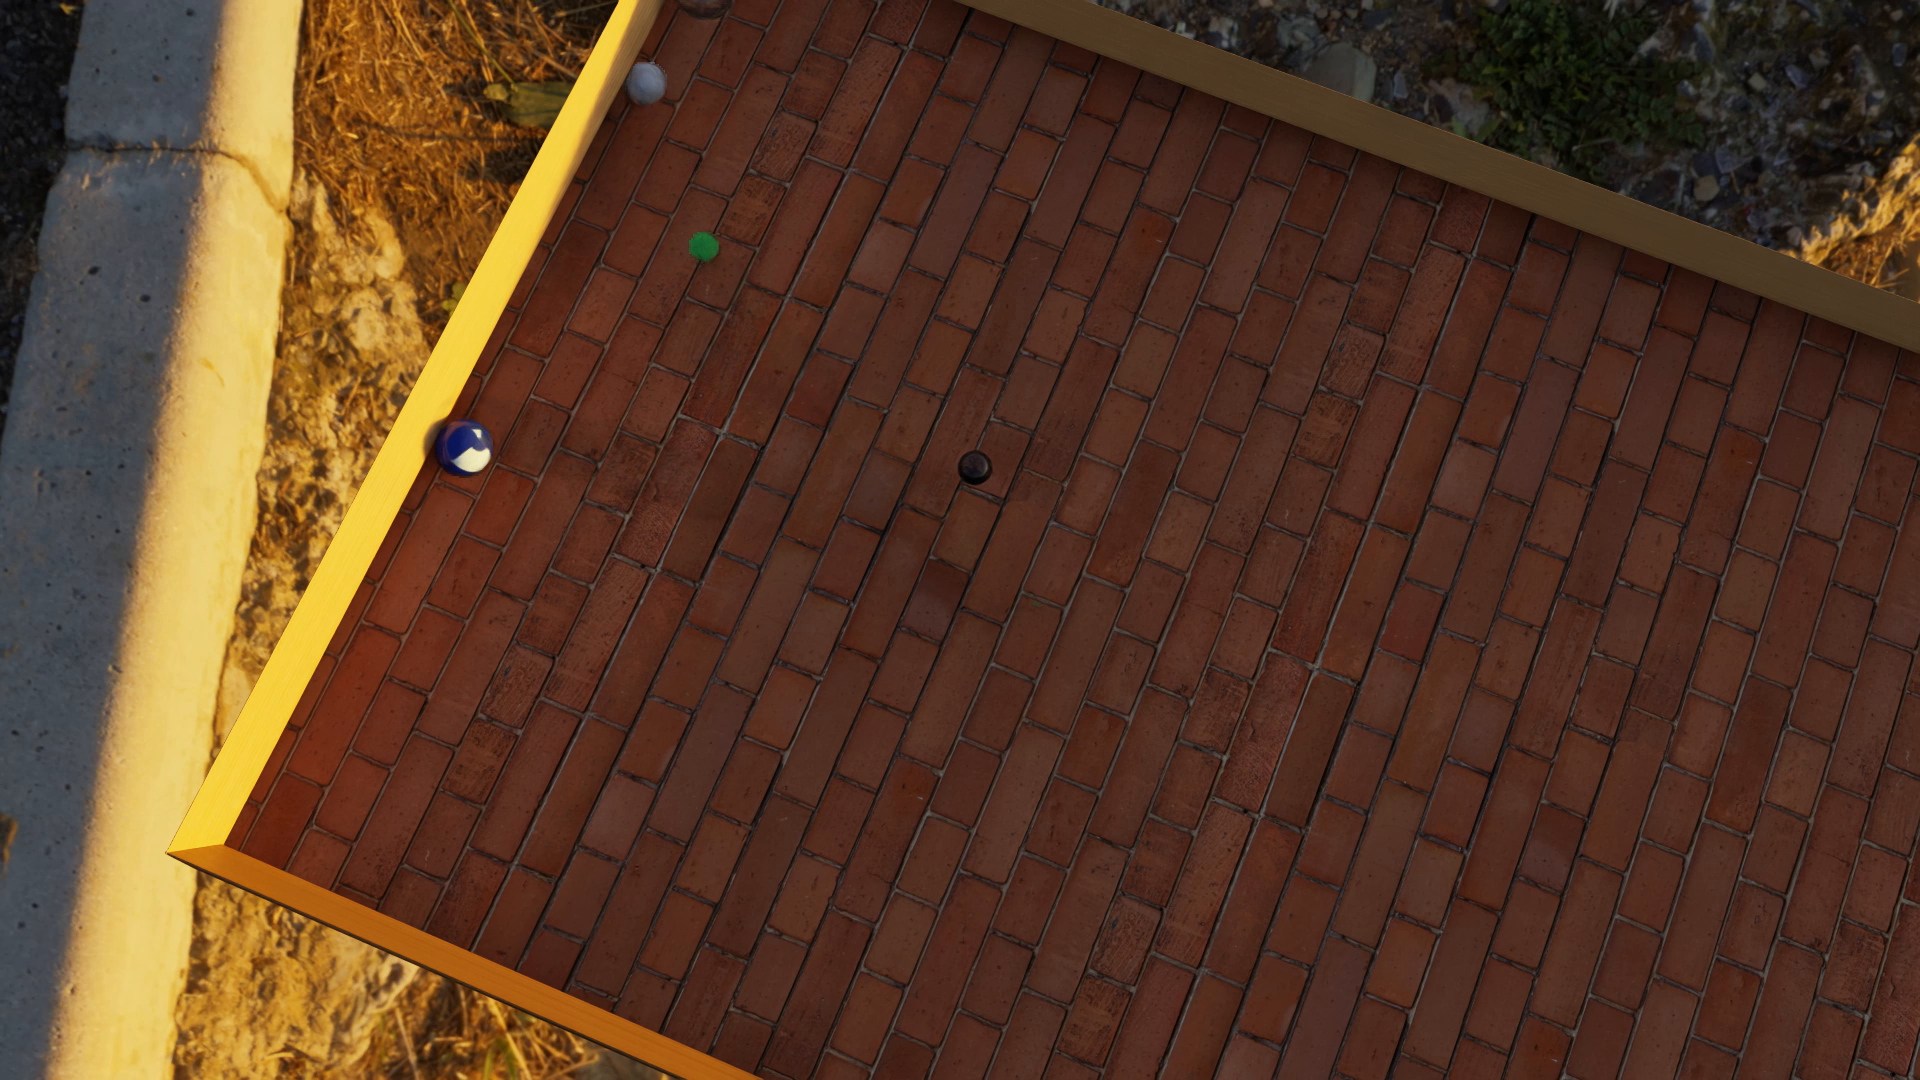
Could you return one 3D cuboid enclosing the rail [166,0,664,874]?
[{"bbox_3d":[-0.771,-0.316,3.471,0.045,0.128,1.811,22,73,7],"label":"rail"}]

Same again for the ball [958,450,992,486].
[{"bbox_3d":[0.023,-0.113,3.444,0.055,0.055,0.055,0,72,0],"label":"ball"}]

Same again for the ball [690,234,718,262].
[{"bbox_3d":[-0.414,-0.475,3.567,0.045,0.045,0.045,0,72,0],"label":"ball"}]

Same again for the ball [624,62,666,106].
[{"bbox_3d":[-0.523,-0.756,3.646,0.070,0.070,0.070,0,72,0],"label":"ball"}]

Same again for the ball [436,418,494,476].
[{"bbox_3d":[-0.774,-0.146,3.438,0.089,0.089,0.089,0,72,0],"label":"ball"}]

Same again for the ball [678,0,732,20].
[{"bbox_3d":[-0.427,-0.921,3.684,0.098,0.098,0.098,0,72,0],"label":"ball"}]

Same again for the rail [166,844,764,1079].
[{"bbox_3d":[0.453,1.079,3.018,3.436,0.128,0.045,22,73,7],"label":"rail"}]

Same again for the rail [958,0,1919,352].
[{"bbox_3d":[1.133,-0.469,3.521,3.436,0.128,0.045,22,73,7],"label":"rail"}]
